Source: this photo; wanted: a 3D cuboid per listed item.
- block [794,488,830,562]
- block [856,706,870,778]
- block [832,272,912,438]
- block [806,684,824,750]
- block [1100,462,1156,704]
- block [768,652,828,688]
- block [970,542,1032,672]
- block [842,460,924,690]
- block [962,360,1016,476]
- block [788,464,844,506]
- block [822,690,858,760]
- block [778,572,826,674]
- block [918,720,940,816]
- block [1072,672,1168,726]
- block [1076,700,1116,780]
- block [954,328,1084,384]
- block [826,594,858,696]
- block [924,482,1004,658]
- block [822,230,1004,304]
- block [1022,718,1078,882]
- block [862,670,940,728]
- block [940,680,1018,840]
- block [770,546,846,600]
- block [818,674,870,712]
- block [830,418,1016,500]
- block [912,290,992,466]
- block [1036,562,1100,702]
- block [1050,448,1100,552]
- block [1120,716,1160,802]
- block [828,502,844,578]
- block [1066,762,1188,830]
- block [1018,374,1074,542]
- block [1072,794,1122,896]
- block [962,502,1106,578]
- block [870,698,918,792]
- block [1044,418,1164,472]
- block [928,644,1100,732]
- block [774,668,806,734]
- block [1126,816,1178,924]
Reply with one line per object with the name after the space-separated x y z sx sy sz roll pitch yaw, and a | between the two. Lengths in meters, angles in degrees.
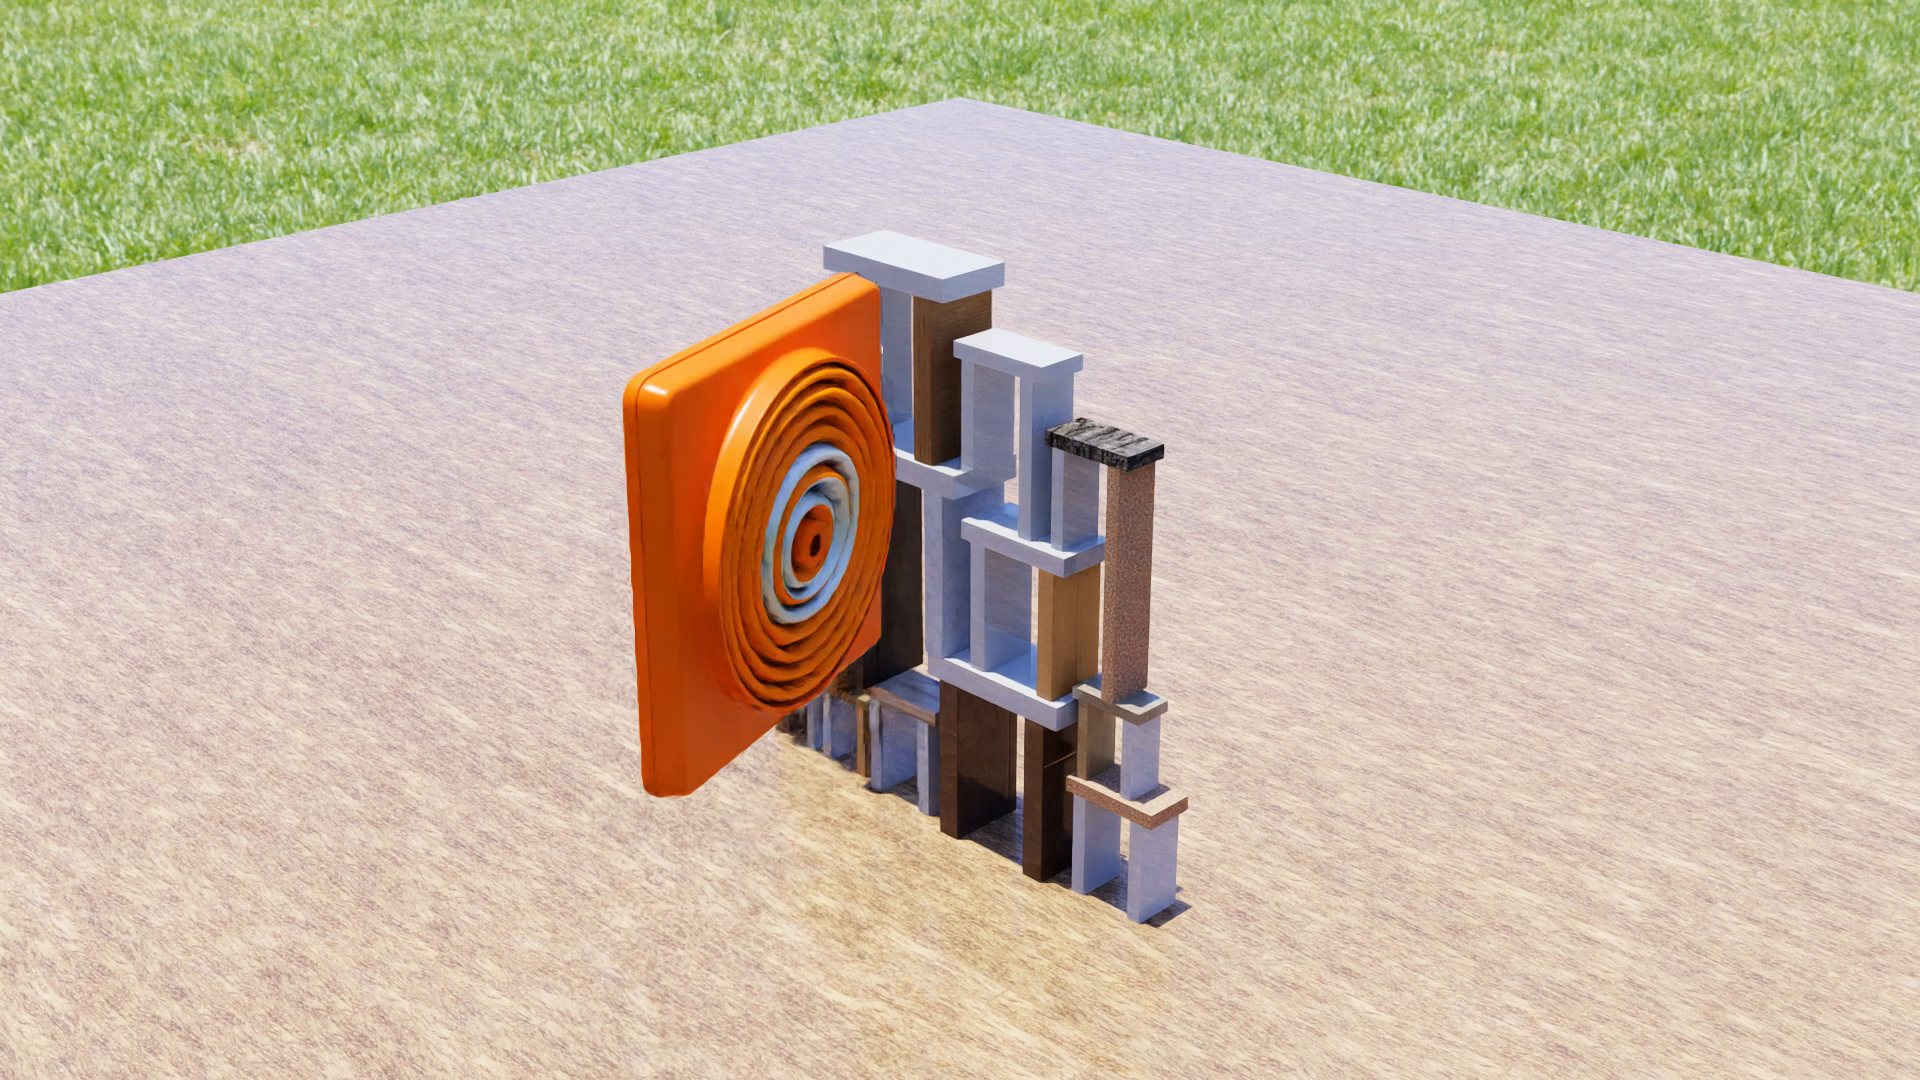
-0.304 -0.042 4.536 0.023 0.162 0.081 21 31 41 | block
-0.179 0.409 4.595 0.022 0.158 0.079 21 31 41 | block
-0.168 -0.373 4.249 0.161 0.322 0.046 -21 31 -41 | block
-0.292 0.365 4.702 0.022 0.155 0.077 21 31 41 | block
0.300 0.071 3.930 0.028 0.455 0.097 21 31 41 | block
-0.328 0.269 4.701 0.155 0.022 0.077 21 31 41 | block
0.079 0.110 4.178 0.037 0.259 0.130 21 31 41 | block
-0.153 0.049 4.409 0.048 0.484 0.169 21 31 40 | block
0.052 -0.239 4.066 0.031 0.219 0.109 22 31 40 | block
-0.265 -0.112 4.465 0.162 0.023 0.081 21 31 41 | block
-0.253 0.380 4.663 0.022 0.157 0.079 21 31 41 | block
-0.329 0.159 4.643 0.032 0.227 0.112 21 31 41 | block
-0.037 0.443 4.446 0.030 0.211 0.105 21 31 41 | block
0.293 0.291 4.024 0.161 0.023 0.081 21 31 41 | block
0.255 0.360 4.095 0.023 0.161 0.081 21 31 41 | block
0.104 -0.334 3.969 0.219 0.031 0.109 21 31 40 | block
-0.224 0.199 4.545 0.112 0.224 0.032 -21 31 -41 | block
0.009 0.043 4.235 0.048 0.338 0.169 21 31 41 | block
-0.088 -0.513 4.108 0.322 0.046 0.161 21 31 41 | block
0.197 0.471 4.216 0.048 0.339 0.170 21 31 41 | block
-0.087 0.313 4.445 0.211 0.030 0.105 21 31 40 | block
0.037 0.409 4.363 0.048 0.339 0.170 21 31 41 | block
-0.276 0.060 4.544 0.224 0.032 0.112 21 31 41 | block
-0.216 0.312 4.594 0.157 0.022 0.079 21 31 41 | block
-0.072 -0.165 4.232 0.338 0.048 0.169 21 31 40 | block
-0.013 -0.314 4.110 0.046 0.322 0.161 21 31 40 | block
0.201 0.158 4.066 0.037 0.259 0.130 21 31 41 | block
0.208 -0.085 3.963 0.028 0.194 0.097 21 31 41 | block
0.331 0.390 4.025 0.023 0.161 0.081 21 31 41 | block
-0.227 -0.012 4.466 0.023 0.162 0.081 21 31 41 | block
0.309 0.469 4.082 0.209 0.030 0.104 21 31 41 | block
0.156 -0.158 3.989 0.031 0.308 0.109 21 31 41 | block
0.260 0.560 4.174 0.030 0.209 0.104 21 31 41 | block
0.140 -0.002 4.064 0.259 0.037 0.130 21 31 41 | block
-0.136 0.405 4.538 0.105 0.211 0.030 -21 31 -41 | block
0.254 -0.169 3.878 0.194 0.028 0.097 21 31 41 | block
0.117 0.262 4.214 0.339 0.048 0.170 21 31 41 | block
-0.365 0.337 4.769 0.077 0.155 0.022 -21 31 -41 | block
0.358 0.598 4.083 0.030 0.209 0.104 21 31 41 | block
